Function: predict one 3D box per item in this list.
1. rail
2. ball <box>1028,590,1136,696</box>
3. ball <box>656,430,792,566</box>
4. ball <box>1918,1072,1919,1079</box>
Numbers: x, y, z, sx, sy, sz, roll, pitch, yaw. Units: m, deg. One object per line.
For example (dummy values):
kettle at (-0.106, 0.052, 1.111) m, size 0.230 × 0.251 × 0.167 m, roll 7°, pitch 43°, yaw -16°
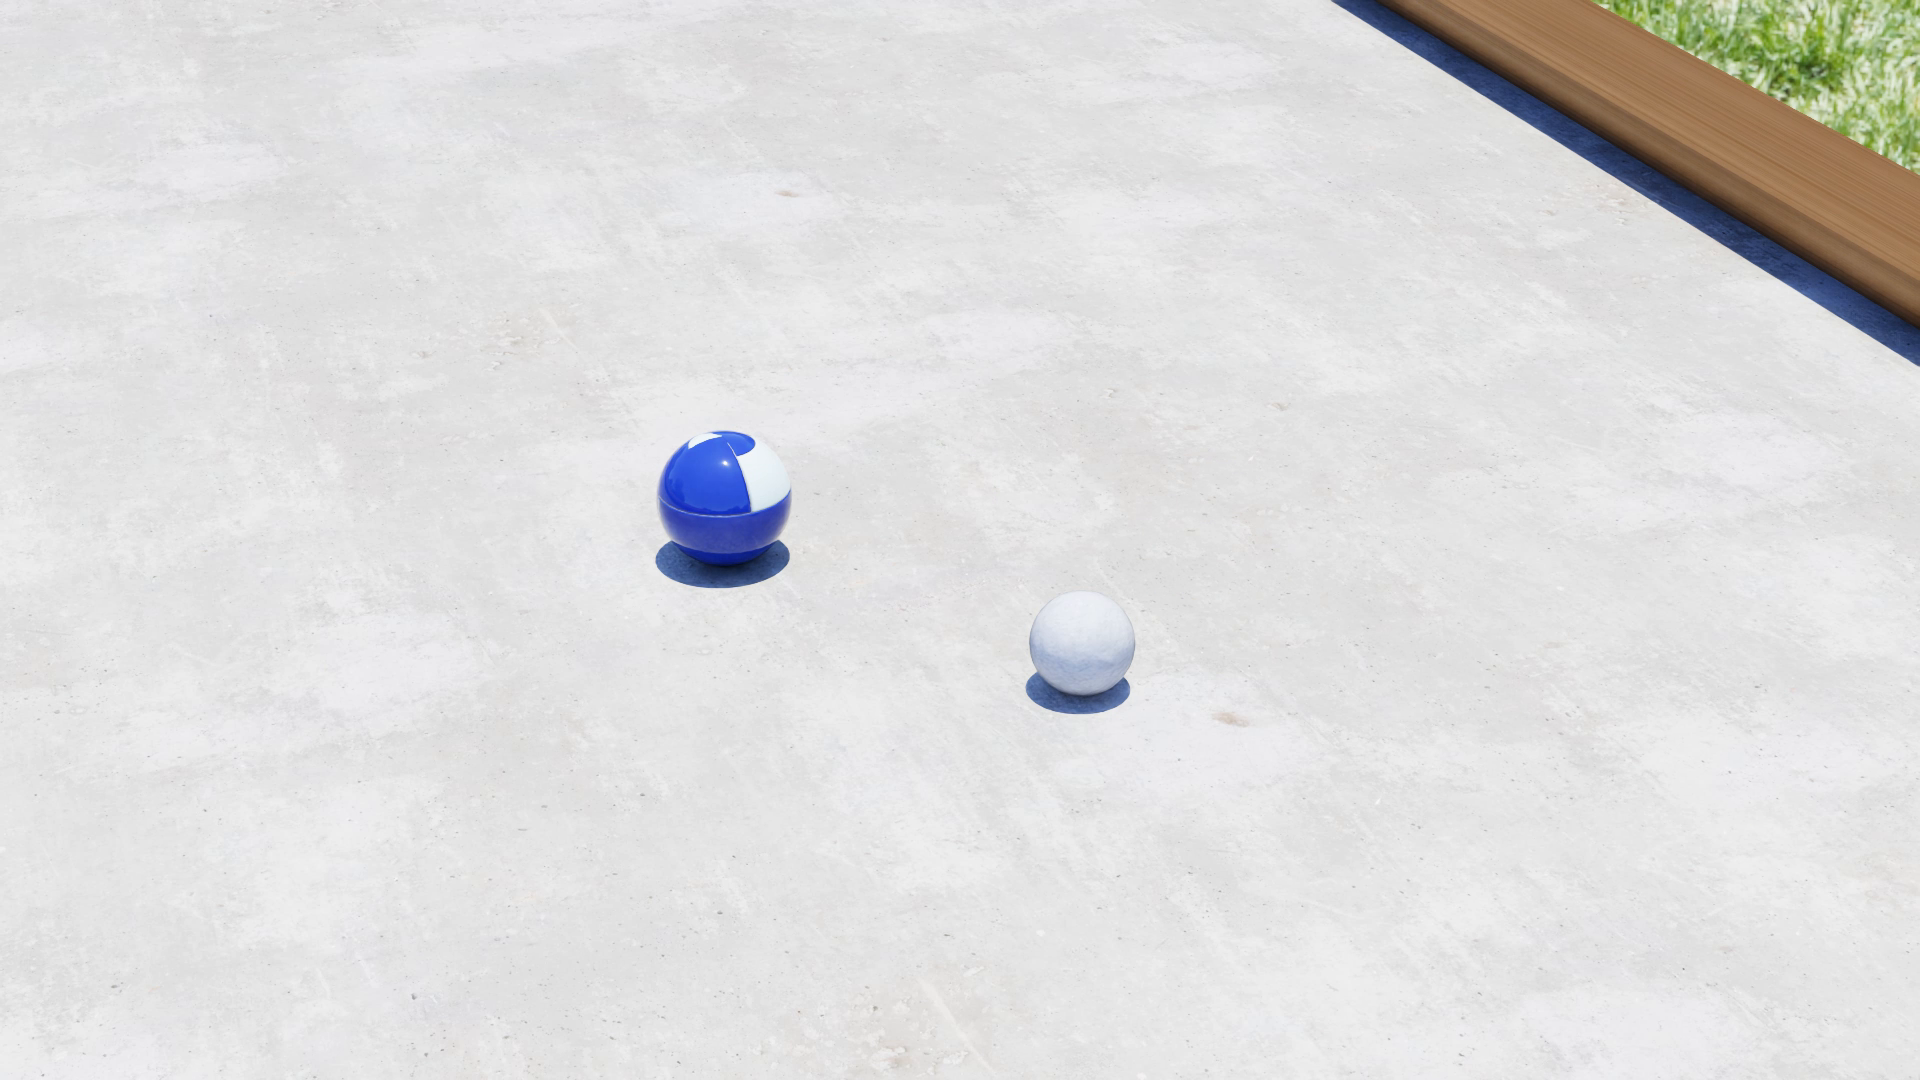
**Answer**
rail at (0.547, -0.490, 2.874) m, size 0.045 × 0.119 × 3.261 m, roll -9°, pitch 28°, yaw -17°
ball at (0.076, 0.064, 1.825) m, size 0.066 × 0.066 × 0.066 m, roll 0°, pitch 27°, yaw 0°
ball at (-0.159, -0.028, 1.981) m, size 0.092 × 0.092 × 0.092 m, roll 0°, pitch 27°, yaw 0°
ball at (0.501, 0.264, 1.406) m, size 0.082 × 0.082 × 0.082 m, roll 0°, pitch 27°, yaw 0°
